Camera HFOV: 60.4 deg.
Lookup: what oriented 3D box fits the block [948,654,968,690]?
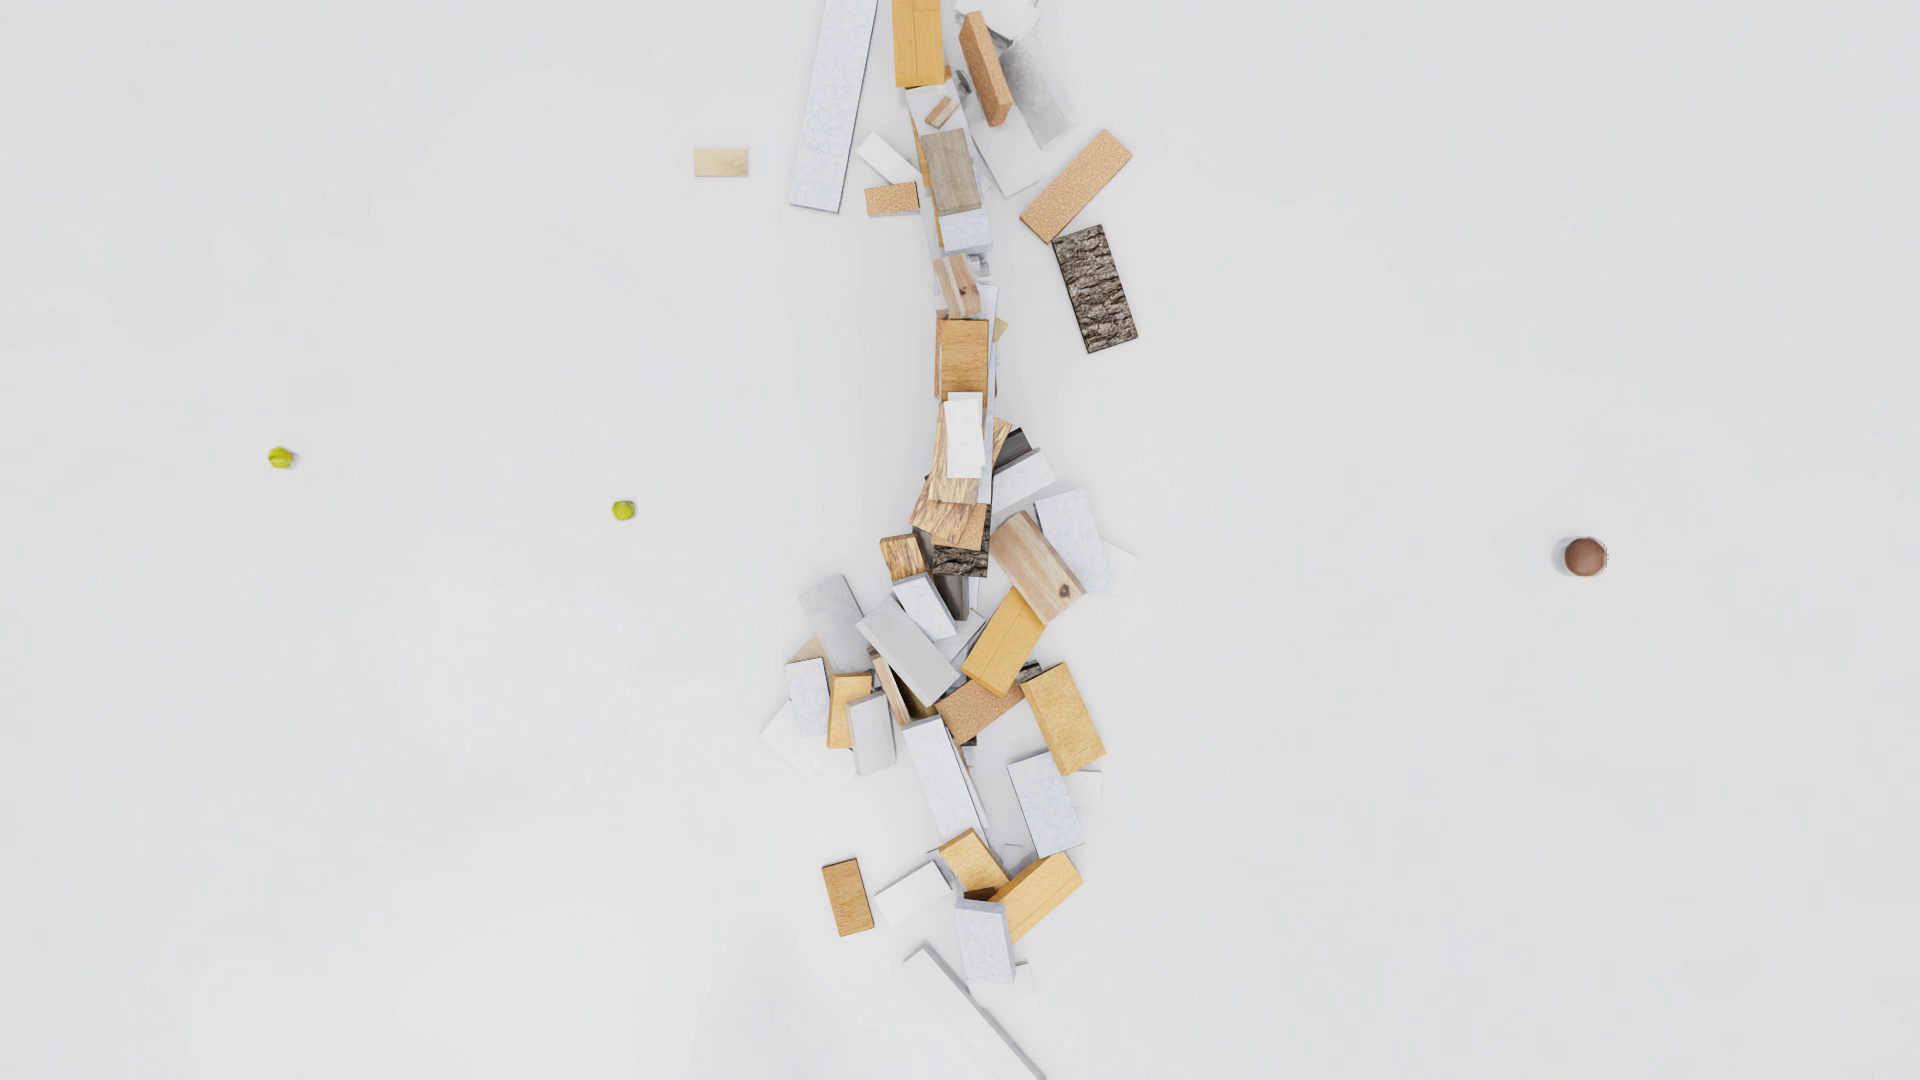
[{"bbox_3d":[-0.022,0.402,5.448,0.092,0.026,0.184,4,65,2],"label":"block"}]

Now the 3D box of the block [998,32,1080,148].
[{"bbox_3d":[0.252,-1.475,5.417,0.047,0.165,0.330,-29,90,-33],"label":"block"}]

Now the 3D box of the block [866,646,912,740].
[{"bbox_3d":[-0.225,0.494,5.390,0.041,0.145,0.291,-23,105,-6],"label":"block"}]

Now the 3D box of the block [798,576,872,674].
[{"bbox_3d":[-0.391,0.293,5.440,0.159,0.045,0.318,-27,90,-30],"label":"block"}]

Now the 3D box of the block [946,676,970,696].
[{"bbox_3d":[-0.003,0.478,5.442,0.092,0.026,0.185,-7,65,-3],"label":"block"}]

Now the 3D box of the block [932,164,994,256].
[{"bbox_3d":[0.004,-1.040,5.219,0.152,0.043,0.304,-10,66,0],"label":"block"}]

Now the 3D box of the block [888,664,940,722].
[{"bbox_3d":[-0.154,0.493,5.412,0.041,0.145,0.291,-29,96,-24],"label":"block"}]

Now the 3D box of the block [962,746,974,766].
[{"bbox_3d":[-0.003,0.657,5.461,0.092,0.026,0.184,0,73,0],"label":"block"}]

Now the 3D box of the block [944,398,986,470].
[{"bbox_3d":[0.015,-0.315,4.890,0.102,0.029,0.203,-7,95,4],"label":"block"}]

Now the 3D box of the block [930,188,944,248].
[{"bbox_3d":[-0.028,-1.036,5.260,0.105,0.030,0.211,-9,66,0],"label":"block"}]

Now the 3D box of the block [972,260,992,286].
[{"bbox_3d":[0.018,-0.820,5.149,0.152,0.304,0.043,-5,109,1],"label":"block"}]

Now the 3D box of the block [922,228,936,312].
[{"bbox_3d":[-0.013,-0.866,5.440,0.175,0.049,0.349,-10,101,0],"label":"block"}]

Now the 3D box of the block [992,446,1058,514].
[{"bbox_3d":[0.178,-0.190,5.295,0.240,0.034,0.120,-28,119,6],"label":"block"}]

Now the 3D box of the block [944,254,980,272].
[{"bbox_3d":[0.007,-0.880,5.205,0.105,0.211,0.030,-5,110,1],"label":"block"}]

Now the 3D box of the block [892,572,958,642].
[{"bbox_3d":[-0.111,0.219,5.330,0.120,0.034,0.239,-17,119,22],"label":"block"}]

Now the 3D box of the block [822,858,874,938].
[{"bbox_3d":[-0.372,1.188,5.483,0.118,0.033,0.236,-15,90,0],"label":"block"}]

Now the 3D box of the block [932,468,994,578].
[{"bbox_3d":[0.011,-0.058,5.180,0.171,0.048,0.341,4,86,3],"label":"block"}]

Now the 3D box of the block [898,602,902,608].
[{"bbox_3d":[-0.164,0.323,5.438,0.034,0.120,0.239,-29,90,-15],"label":"block"}]

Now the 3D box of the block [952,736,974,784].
[{"bbox_3d":[-0.026,0.733,5.405,0.092,0.026,0.184,-16,107,5],"label":"block"}]

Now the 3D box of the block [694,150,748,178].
[{"bbox_3d":[-0.795,-1.254,5.488,0.174,0.025,0.087,0,90,0],"label":"block"}]

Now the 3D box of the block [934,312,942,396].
[{"bbox_3d":[0.007,-0.646,5.431,0.175,0.049,0.349,2,105,0],"label":"block"}]

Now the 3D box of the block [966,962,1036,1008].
[{"bbox_3d":[0.137,1.483,5.485,0.209,0.030,0.104,-15,90,0],"label":"block"}]

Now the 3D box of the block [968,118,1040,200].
[{"bbox_3d":[0.146,-1.280,5.482,0.130,0.037,0.261,-28,90,0],"label":"block"}]

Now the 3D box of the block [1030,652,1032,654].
[{"bbox_3d":[0.162,0.353,5.490,0.143,0.020,0.072,40,90,0],"label":"block"}]

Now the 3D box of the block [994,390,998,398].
[{"bbox_3d":[0.039,-0.579,5.163,0.135,0.038,0.271,-4,82,-2],"label":"block"}]

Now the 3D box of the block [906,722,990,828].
[{"bbox_3d":[-0.041,0.791,5.384,0.145,0.041,0.382,-21,107,4],"label":"block"}]

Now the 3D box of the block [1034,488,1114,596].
[{"bbox_3d":[0.374,0.016,5.434,0.172,0.049,0.344,-16,90,0],"label":"block"}]

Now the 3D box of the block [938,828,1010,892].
[{"bbox_3d":[0.057,1.078,5.402,0.131,0.037,0.262,-33,108,7],"label":"block"}]

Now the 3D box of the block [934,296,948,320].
[{"bbox_3d":[0.005,-0.738,5.197,0.152,0.355,0.043,-5,93,2],"label":"block"}]

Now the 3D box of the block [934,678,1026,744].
[{"bbox_3d":[0.069,0.525,5.387,0.305,0.043,0.153,-32,91,-39],"label":"block"}]

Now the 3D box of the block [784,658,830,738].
[{"bbox_3d":[-0.492,0.520,5.436,0.125,0.035,0.249,-11,90,0],"label":"block"}]

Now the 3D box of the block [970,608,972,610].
[{"bbox_3d":[0.002,0.252,5.466,0.067,0.019,0.133,12,70,4],"label":"block"}]

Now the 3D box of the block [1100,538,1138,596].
[{"bbox_3d":[0.427,0.058,5.479,0.291,0.041,0.145,27,90,0],"label":"block"}]

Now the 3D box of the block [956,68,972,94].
[{"bbox_3d":[0.013,-1.511,5.442,0.016,0.112,0.056,-32,85,7],"label":"block"}]

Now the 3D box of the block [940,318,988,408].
[{"bbox_3d":[0.014,-0.525,4.951,0.138,0.039,0.275,2,107,5],"label":"block"}]

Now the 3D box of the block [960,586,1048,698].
[{"bbox_3d":[0.155,0.333,5.413,0.167,0.047,0.333,33,67,0],"label":"block"}]

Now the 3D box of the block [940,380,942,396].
[{"bbox_3d":[0.014,-0.470,5.344,0.153,0.043,0.305,1,104,0],"label":"block"}]

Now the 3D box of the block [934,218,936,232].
[{"bbox_3d":[-0.029,-1.090,5.315,0.105,0.030,0.211,-2,66,3],"label":"block"}]

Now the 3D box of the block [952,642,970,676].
[{"bbox_3d":[-0.012,0.375,5.415,0.067,0.019,0.133,12,68,5],"label":"block"}]

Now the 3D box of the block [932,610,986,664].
[{"bbox_3d":[-0.012,0.317,5.415,0.086,0.024,0.200,36,73,17],"label":"block"}]

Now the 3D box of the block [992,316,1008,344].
[{"bbox_3d":[0.065,-0.614,5.085,0.088,0.025,0.176,33,84,4],"label":"block"}]

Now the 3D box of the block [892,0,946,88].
[{"bbox_3d":[-0.138,-1.636,5.416,0.160,0.045,0.320,-4,67,0],"label":"block"}]

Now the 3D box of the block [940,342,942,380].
[{"bbox_3d":[0.009,-0.496,5.417,0.153,0.043,0.305,1,114,0],"label":"block"}]

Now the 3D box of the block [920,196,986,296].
[{"bbox_3d":[-0.015,-0.949,5.343,0.175,0.049,0.349,-10,80,0],"label":"block"}]

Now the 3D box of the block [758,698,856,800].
[{"bbox_3d":[-0.492,0.693,5.477,0.324,0.046,0.162,39,90,0],"label":"block"}]

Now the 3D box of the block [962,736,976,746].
[{"bbox_3d":[0.005,0.589,5.450,0.092,0.026,0.184,-2,66,-1],"label":"block"}]
